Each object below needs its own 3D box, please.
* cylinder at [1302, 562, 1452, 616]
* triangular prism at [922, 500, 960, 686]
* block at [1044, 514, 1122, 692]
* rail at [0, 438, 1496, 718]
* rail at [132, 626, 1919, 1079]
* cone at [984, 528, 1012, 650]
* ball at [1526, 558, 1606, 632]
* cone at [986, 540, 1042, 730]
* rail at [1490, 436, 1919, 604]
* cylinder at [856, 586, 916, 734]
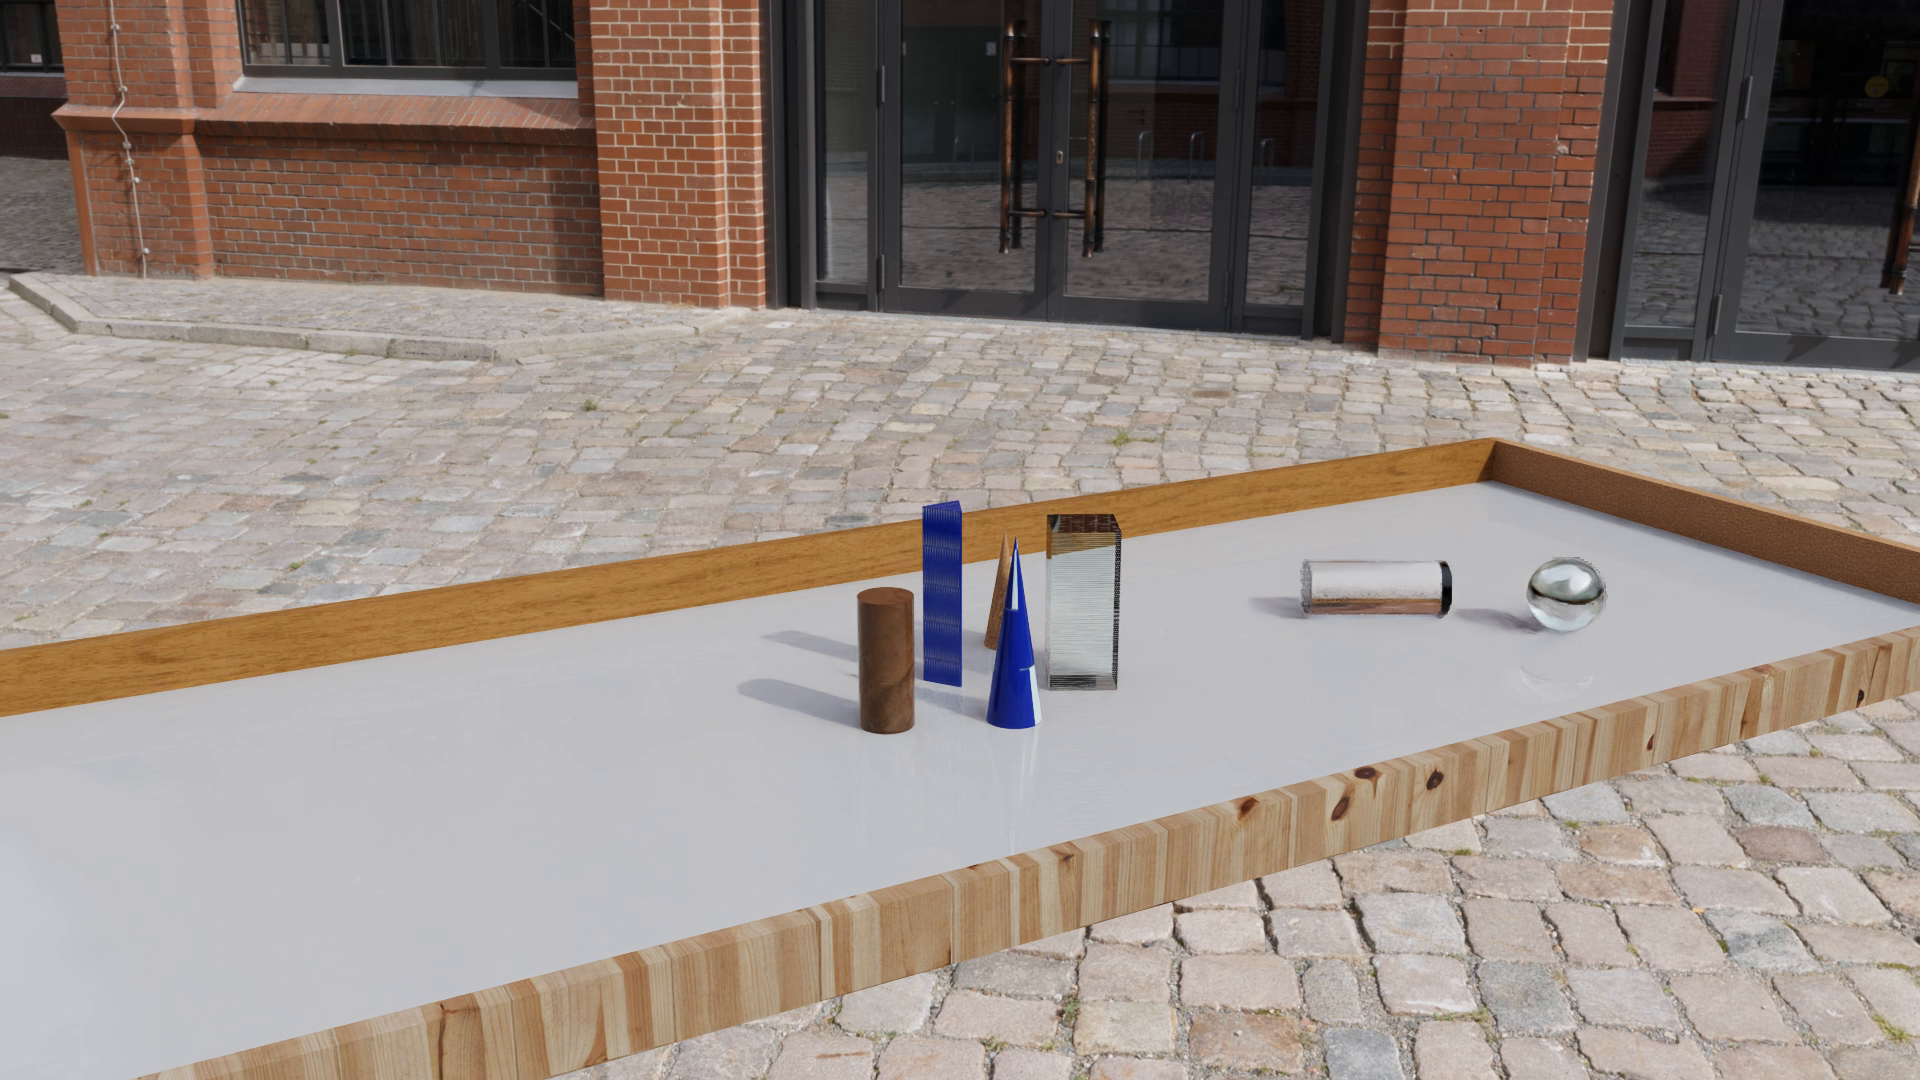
[{"bbox_3d":[1.166,0.135,4.628,0.387,0.150,0.150,0,16,0],"label":"cylinder"},{"bbox_3d":[-0.025,0.131,4.107,0.106,0.453,0.091,8,18,25],"label":"triangular prism"},{"bbox_3d":[0.303,0.154,4.107,0.167,0.408,0.167,0,16,-2],"label":"block"},{"bbox_3d":[-3.305,0.497,3.399,12.000,0.150,0.050,-9,18,-27],"label":"rail"},{"bbox_3d":[-2.336,1.006,1.665,12.000,0.150,0.050,-9,18,-27],"label":"rail"},{"bbox_3d":[0.118,0.122,4.363,0.108,0.325,0.108,0,16,0],"label":"cone"},{"bbox_3d":[1.648,0.149,4.491,0.202,0.202,0.202,0,16,0],"label":"ball"},{"bbox_3d":[0.128,0.205,3.852,0.136,0.455,0.136,0,16,0],"label":"cone"},{"bbox_3d":[2.466,-0.048,5.253,0.050,0.150,2.100,-9,18,-27],"label":"rail"},{"bbox_3d":[-0.172,0.280,3.840,0.132,0.317,0.132,0,16,0],"label":"cylinder"}]
